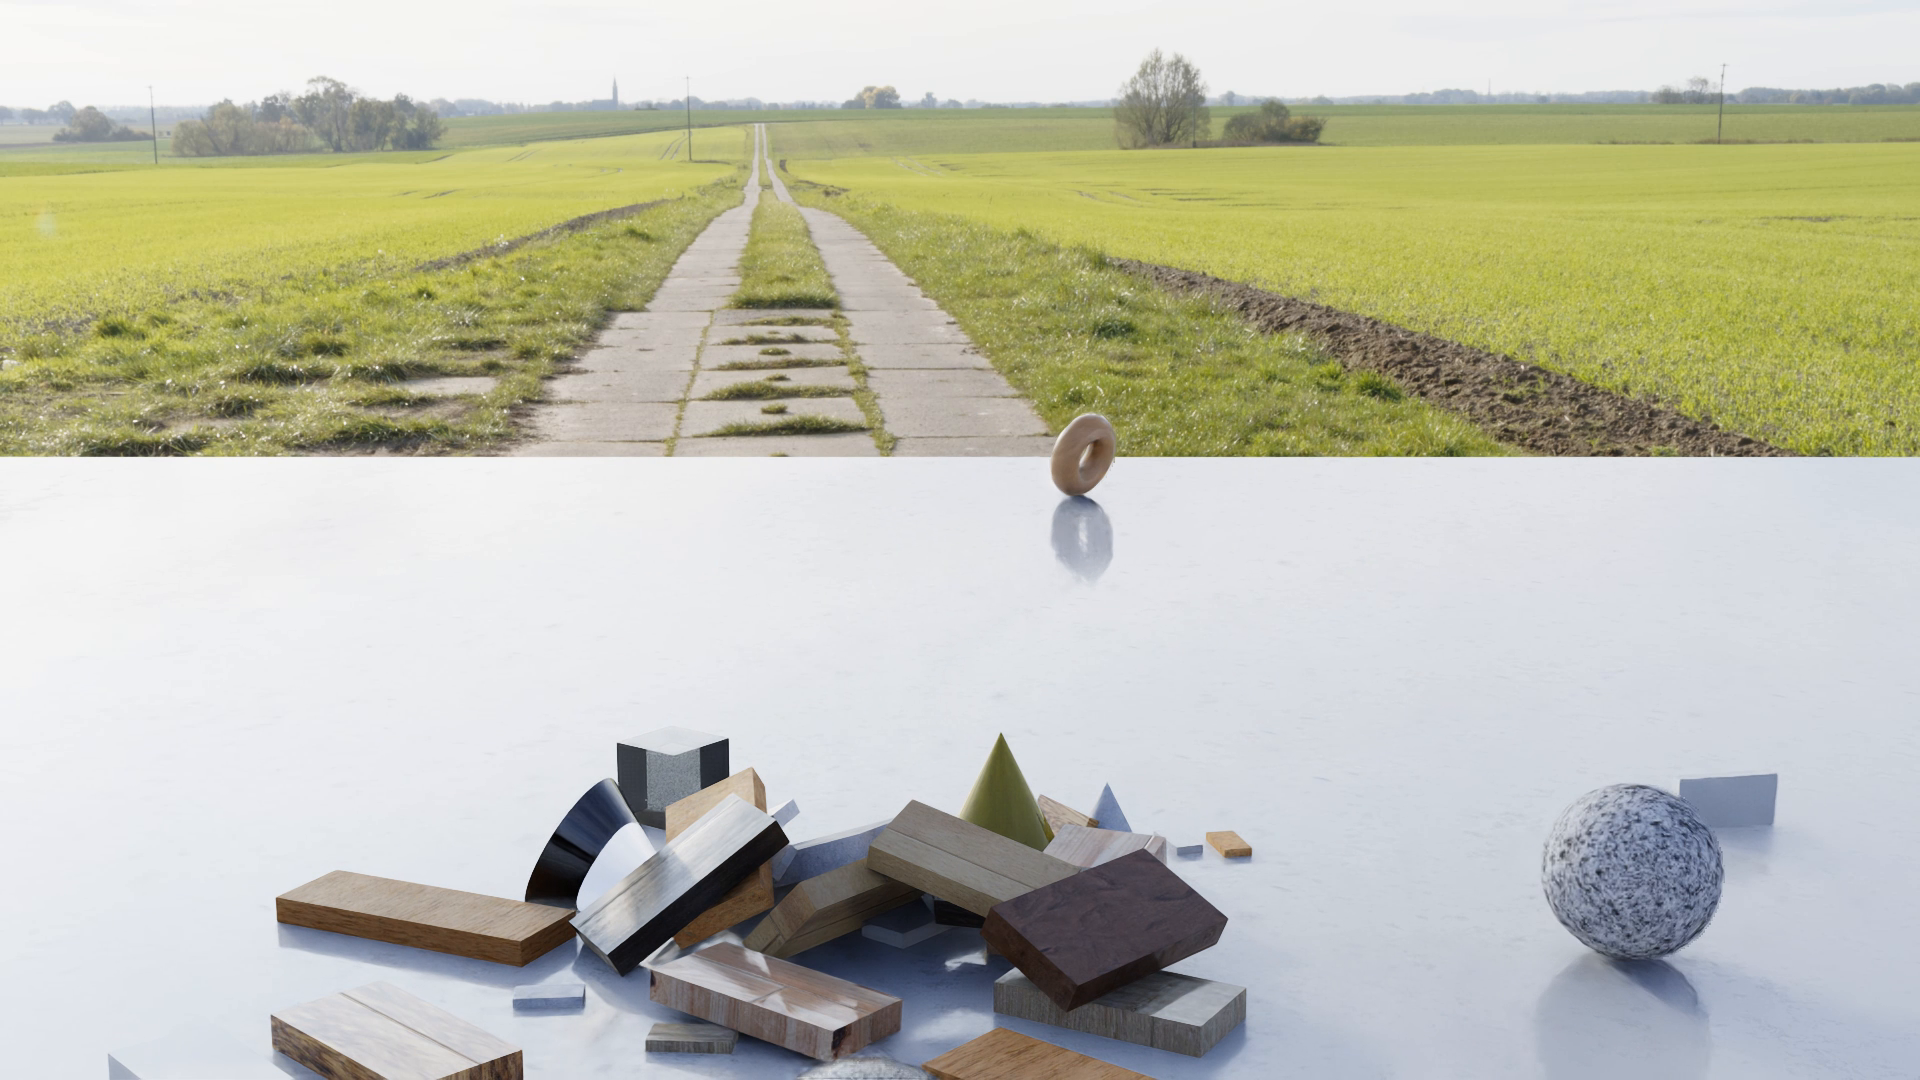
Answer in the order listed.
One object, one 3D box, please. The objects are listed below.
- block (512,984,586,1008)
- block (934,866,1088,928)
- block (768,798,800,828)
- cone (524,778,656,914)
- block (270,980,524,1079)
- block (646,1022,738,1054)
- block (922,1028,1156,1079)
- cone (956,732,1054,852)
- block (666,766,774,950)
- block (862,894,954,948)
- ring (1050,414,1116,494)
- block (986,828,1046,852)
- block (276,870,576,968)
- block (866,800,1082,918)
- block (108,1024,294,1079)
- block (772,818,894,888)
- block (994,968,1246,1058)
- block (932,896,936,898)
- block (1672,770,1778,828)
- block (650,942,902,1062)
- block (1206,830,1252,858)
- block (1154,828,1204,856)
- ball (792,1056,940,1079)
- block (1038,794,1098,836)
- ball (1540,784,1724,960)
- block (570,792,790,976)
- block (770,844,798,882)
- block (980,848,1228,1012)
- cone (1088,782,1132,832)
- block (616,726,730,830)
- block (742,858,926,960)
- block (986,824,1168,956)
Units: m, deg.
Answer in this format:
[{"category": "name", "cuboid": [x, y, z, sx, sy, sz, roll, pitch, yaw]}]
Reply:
[{"category": "block", "cuboid": [-0.601, 0.667, 3.216, 0.101, 0.014, 0.050, -1, 11, -5]}, {"category": "block", "cuboid": [0.124, 0.555, 3.412, 0.295, 0.042, 0.148, 2, 20, 18]}, {"category": "block", "cuboid": [-0.379, 0.508, 3.797, 0.194, 0.027, 0.097, -26, 2, 20]}, {"category": "cone", "cuboid": [-0.527, 0.555, 3.553, 0.248, 0.248, 0.248, 30, 18, 11]}, {"category": "block", "cuboid": [-0.768, 0.691, 2.989, 0.350, 0.050, 0.175, 10, 15, 43]}, {"category": "block", "cuboid": [-0.373, 0.694, 3.063, 0.120, 0.017, 0.060, 1, 11, 4]}, {"category": "block", "cuboid": [0.132, 0.720, 2.844, 0.339, 0.046, 0.162, 9, 14, 39]}, {"category": "cone", "cuboid": [0.070, 0.433, 3.795, 0.213, 0.213, 0.213, 0, 11, 0]}, {"category": "block", "cuboid": [-0.390, 0.507, 3.539, 0.163, 0.046, 0.327, -26, 29, 6]}, {"category": "block", "cuboid": [-0.066, 0.607, 3.511, 0.087, 0.025, 0.174, 9, 14, 39]}, {"category": "ring", "cuboid": [0.428, -0.296, 7.640, 0.100, 0.301, 0.301, 28, 25, 34]}, {"category": "block", "cuboid": [0.082, 0.545, 3.846, 0.174, 0.025, 0.087, 10, 15, 44]}, {"category": "block", "cuboid": [-0.852, 0.599, 3.503, 0.474, 0.042, 0.148, 5, 12, 24]}, {"category": "block", "cuboid": [0.021, 0.499, 3.353, 0.292, 0.041, 0.146, 20, 31, 18]}, {"category": "block", "cuboid": [-0.983, 0.716, 2.879, 0.148, 0.042, 0.295, -9, 14, -41]}, {"category": "block", "cuboid": [-0.219, 0.514, 3.589, 0.350, 0.050, 0.175, -20, -5, 40]}, {"category": "block", "cuboid": [0.229, 0.661, 3.161, 0.324, 0.046, 0.162, 6, 12, 29]}, {"category": "block", "cuboid": [-0.006, 0.570, 3.619, 0.080, 0.023, 0.160, 7, 2, -3]}, {"category": "block", "cuboid": [1.397, 0.475, 4.023, 0.194, 0.097, 0.027, -2, 11, -11]}, {"category": "block", "cuboid": [-0.263, 0.654, 3.129, 0.327, 0.046, 0.163, 10, 11, 33]}, {"category": "block", "cuboid": [0.477, 0.539, 3.903, 0.050, 0.014, 0.101, -2, 11, -12]}, {"category": "block", "cuboid": [0.388, 0.537, 3.917, 0.050, 0.014, 0.101, -4, 11, -19]}, {"category": "ball", "cuboid": [-0.100, 0.693, 2.327, 0.287, 0.287, 0.287, 0, 11, 0]}, {"category": "block", "cuboid": [0.177, 0.509, 3.883, 0.023, 0.080, 0.160, 27, -5, -32]}, {"category": "ball", "cuboid": [1.030, 0.508, 3.375, 0.269, 0.269, 0.269, 0, 11, 0]}, {"category": "block", "cuboid": [-0.436, 0.532, 3.420, 0.327, 0.046, 0.163, -38, 25, -19]}, {"category": "block", "cuboid": [-0.313, 0.515, 3.532, 0.120, 0.017, 0.060, -5, 46, 53]}, {"category": "block", "cuboid": [0.215, 0.565, 3.220, 0.355, 0.050, 0.178, -11, 40, -47]}, {"category": "cone", "cuboid": [0.257, 0.488, 3.860, 0.132, 0.132, 0.132, 0, 11, 0]}, {"category": "block", "cuboid": [-0.530, 0.441, 4.073, 0.146, 0.146, 0.146, 8, 13, 36]}, {"category": "block", "cuboid": [-0.160, 0.554, 3.425, 0.350, 0.050, 0.175, -13, -28, -49]}, {"category": "block", "cuboid": [0.191, 0.565, 3.514, 0.178, 0.050, 0.355, 4, 21, 23]}]
